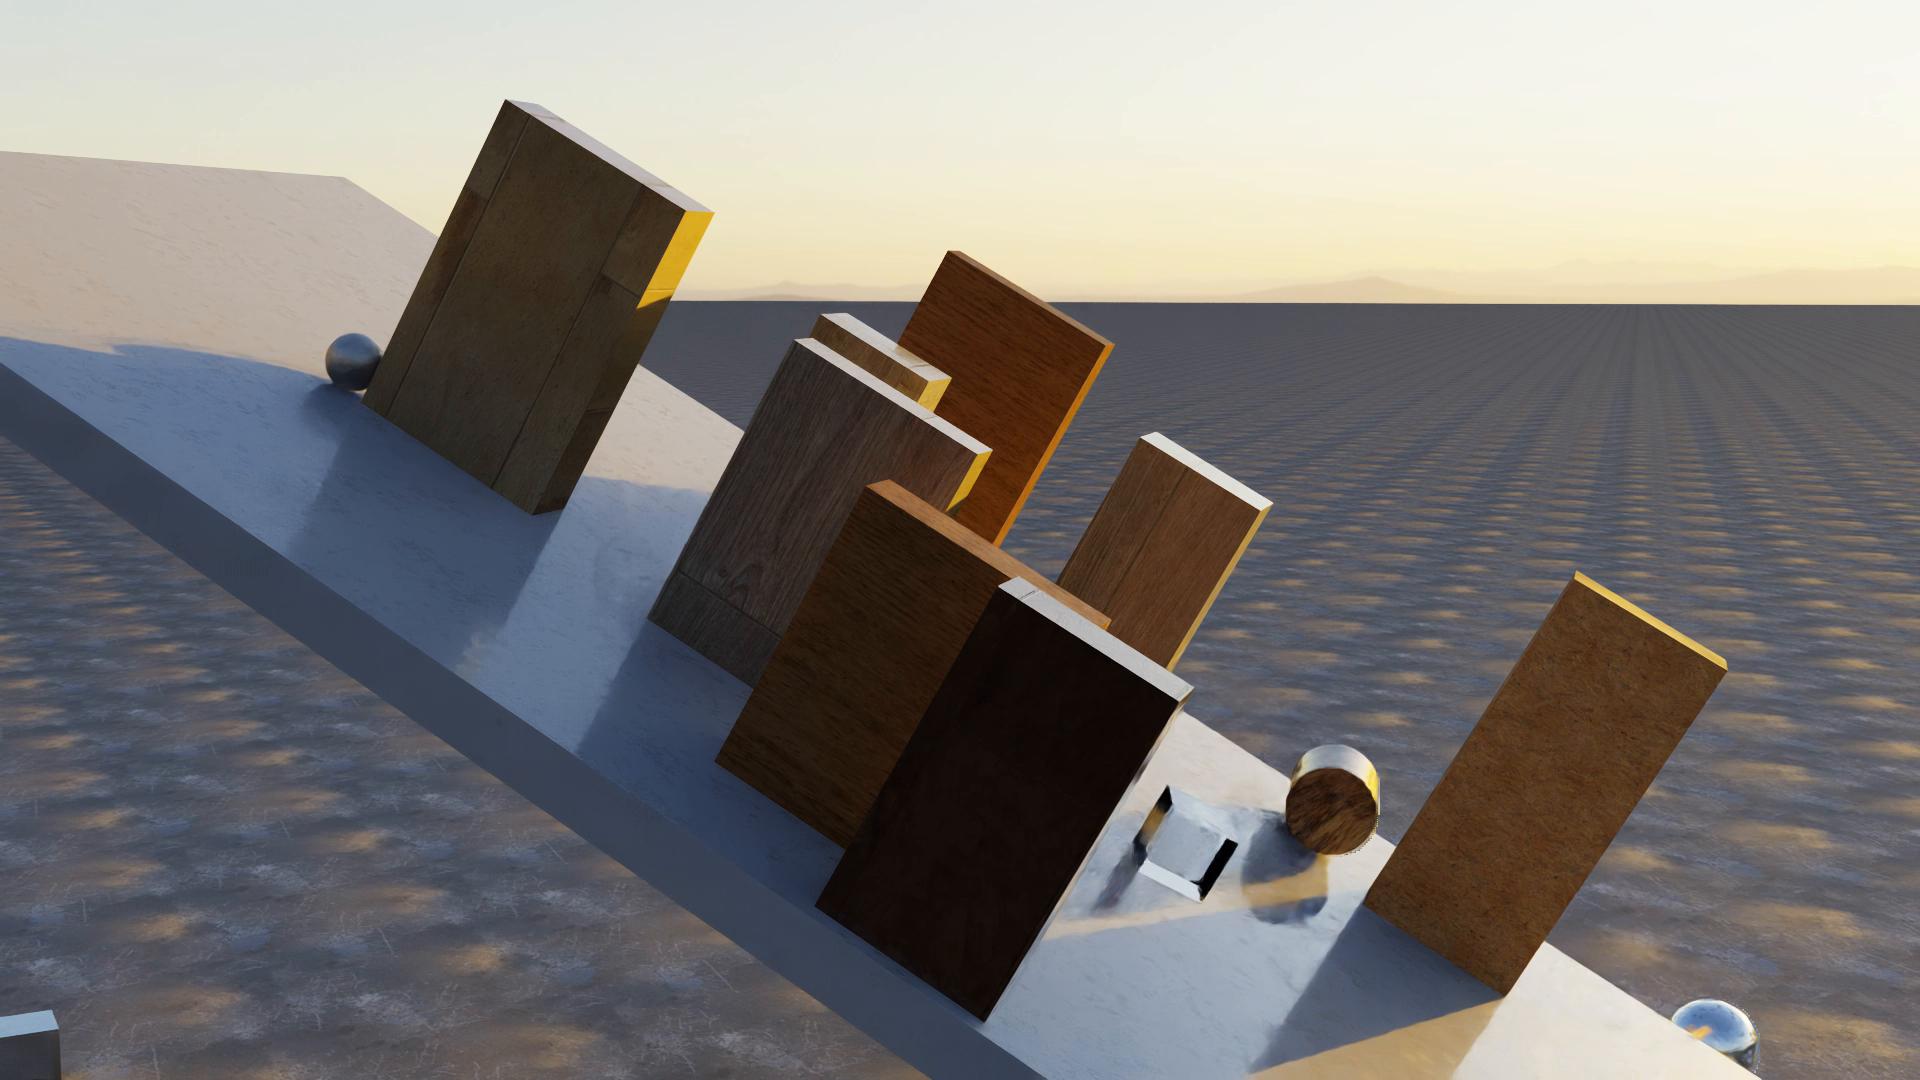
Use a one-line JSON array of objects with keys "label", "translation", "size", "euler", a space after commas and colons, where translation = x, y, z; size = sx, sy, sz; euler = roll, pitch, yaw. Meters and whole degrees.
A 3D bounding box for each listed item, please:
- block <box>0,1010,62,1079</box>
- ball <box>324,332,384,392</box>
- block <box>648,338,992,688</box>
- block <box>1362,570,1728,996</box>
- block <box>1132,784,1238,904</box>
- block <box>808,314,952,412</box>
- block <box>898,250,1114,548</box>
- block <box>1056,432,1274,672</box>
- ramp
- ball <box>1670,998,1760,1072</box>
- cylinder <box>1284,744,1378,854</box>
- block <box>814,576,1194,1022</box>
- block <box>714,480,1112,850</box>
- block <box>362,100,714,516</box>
[{"label": "block", "translation": [-2.135, 1.174, 5.005], "size": [0.148, 0.148, 0.148], "euler": [-4, 8, -28]}, {"label": "ball", "translation": [-1.121, -0.330, 4.077], "size": [0.108, 0.108, 0.108], "euler": [0, 7, 0]}, {"label": "block", "translation": [-0.245, -0.008, 3.757], "size": [0.371, 0.559, 0.089], "euler": [32, 15, 11]}, {"label": "block", "translation": [1.142, 0.480, 4.324], "size": [0.327, 0.776, 0.125], "euler": [32, 15, 11]}, {"label": "block", "translation": [0.407, 0.548, 3.980], "size": [0.131, 0.131, 0.131], "euler": [27, 15, -8]}, {"label": "block", "translation": [-0.265, -0.137, 4.197], "size": [0.244, 0.538, 0.142], "euler": [32, 15, 11]}, {"label": "block", "translation": [-0.004, -0.243, 4.811], "size": [0.403, 0.661, 0.088], "euler": [32, 15, 11]}, {"label": "block", "translation": [0.335, 0.121, 4.338], "size": [0.270, 0.606, 0.149], "euler": [32, 15, 11]}, {"label": "ramp", "translation": [-0.186, 0.307, 4.129], "size": [4.000, 0.100, 2.000], "euler": [32, 15, 11]}, {"label": "ball", "translation": [1.675, 1.127, 4.907], "size": [0.203, 0.203, 0.203], "euler": [0, 7, 0]}, {"label": "cylinder", "translation": [0.780, 0.542, 4.607], "size": [0.186, 0.186, 0.186], "euler": [1, 10, 12]}, {"label": "block", "translation": [0.059, 0.365, 3.101], "size": [0.294, 0.547, 0.107], "euler": [32, 15, 11]}, {"label": "block", "translation": [-0.076, 0.233, 3.372], "size": [0.409, 0.505, 0.111], "euler": [32, 15, 11]}, {"label": "block", "translation": [-0.774, -0.421, 4.006], "size": [0.400, 0.628, 0.126], "euler": [32, 15, 11]}]
